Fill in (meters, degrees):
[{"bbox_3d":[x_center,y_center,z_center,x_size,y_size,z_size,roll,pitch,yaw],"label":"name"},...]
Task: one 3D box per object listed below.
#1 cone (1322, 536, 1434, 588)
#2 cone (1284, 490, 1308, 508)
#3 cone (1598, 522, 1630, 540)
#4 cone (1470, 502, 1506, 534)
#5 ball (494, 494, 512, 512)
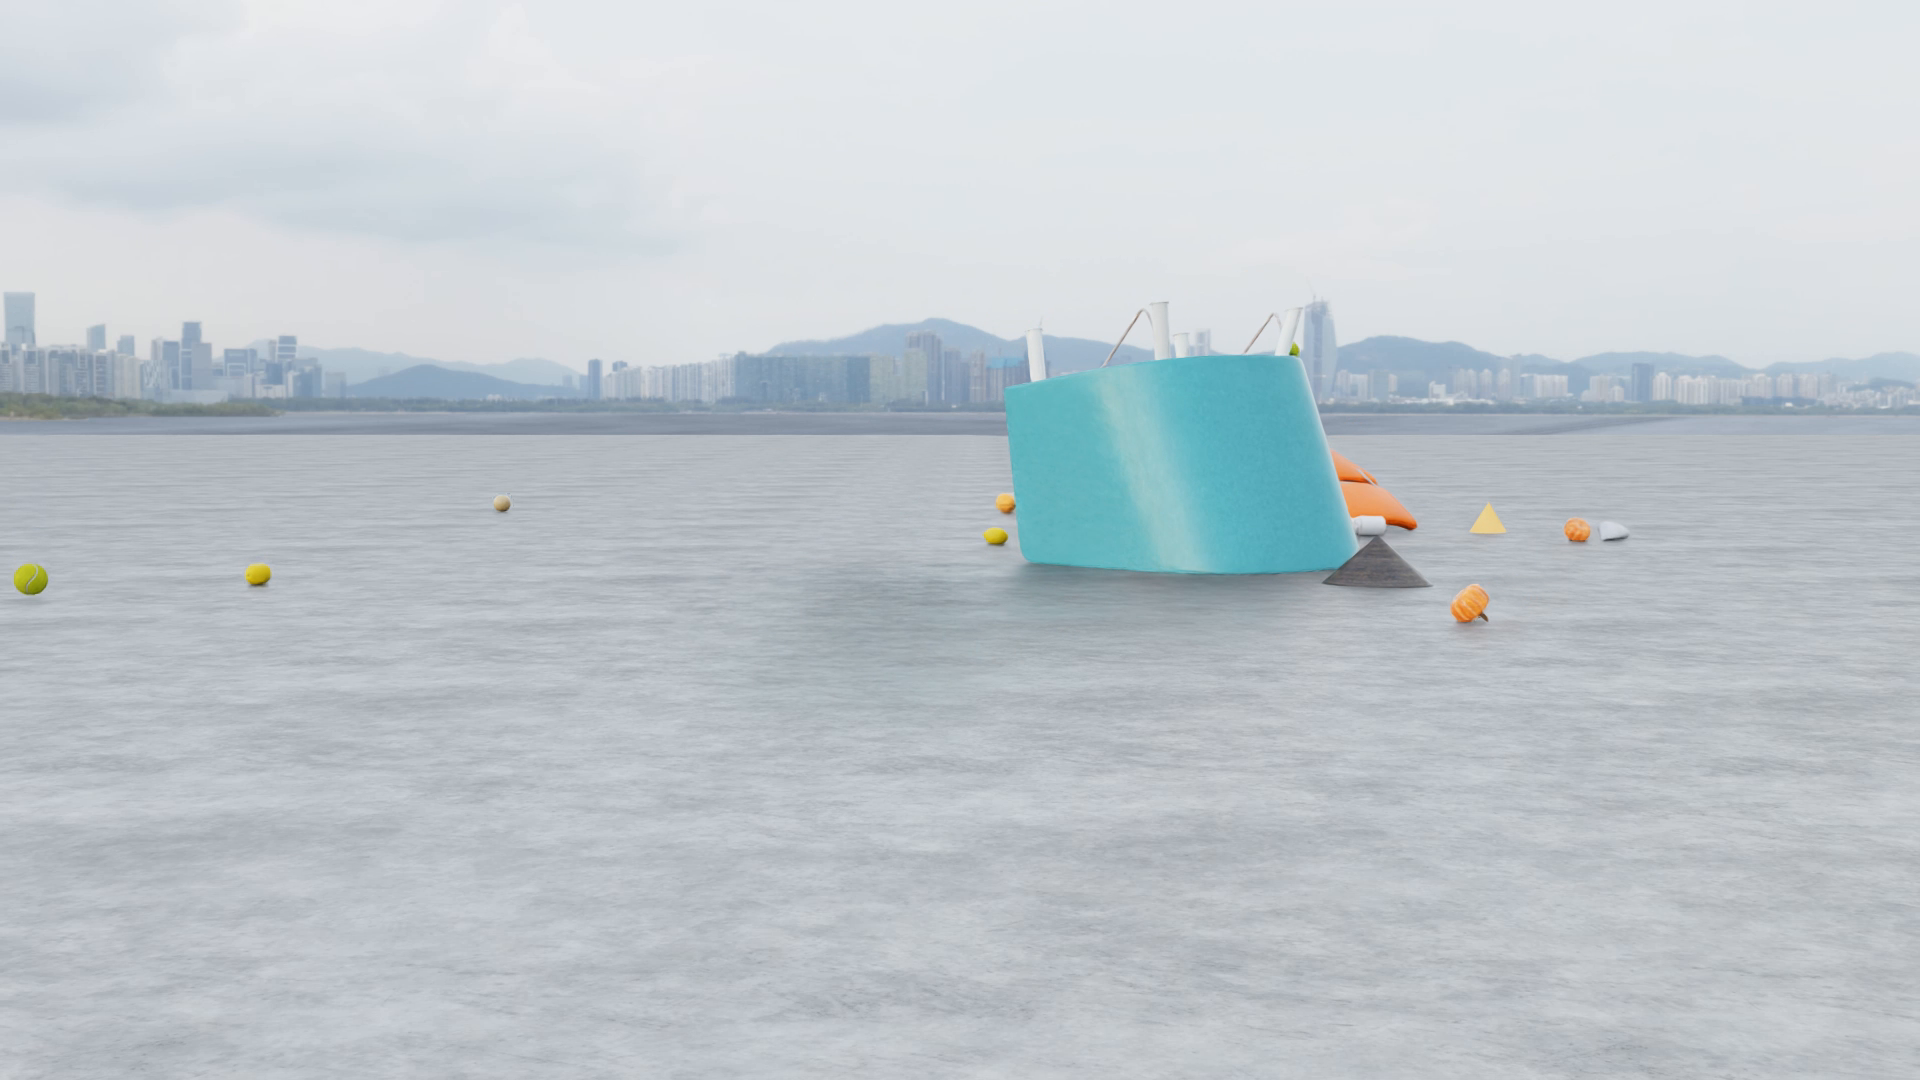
[{"bbox_3d":[0.960,0.045,5.053,0.258,0.114,0.164,2,4,22],"label":"cone"},{"bbox_3d":[1.246,-0.133,8.245,0.087,0.072,0.107,-24,8,-10],"label":"cone"},{"bbox_3d":[1.926,-0.013,6.540,0.065,0.058,0.107,-32,29,-33],"label":"cone"},{"bbox_3d":[1.660,-0.072,6.909,0.128,0.094,0.109,-3,5,-39],"label":"cone"},{"bbox_3d":[-1.673,-0.134,8.036,0.064,0.064,0.064,0,4,0],"label":"ball"}]
